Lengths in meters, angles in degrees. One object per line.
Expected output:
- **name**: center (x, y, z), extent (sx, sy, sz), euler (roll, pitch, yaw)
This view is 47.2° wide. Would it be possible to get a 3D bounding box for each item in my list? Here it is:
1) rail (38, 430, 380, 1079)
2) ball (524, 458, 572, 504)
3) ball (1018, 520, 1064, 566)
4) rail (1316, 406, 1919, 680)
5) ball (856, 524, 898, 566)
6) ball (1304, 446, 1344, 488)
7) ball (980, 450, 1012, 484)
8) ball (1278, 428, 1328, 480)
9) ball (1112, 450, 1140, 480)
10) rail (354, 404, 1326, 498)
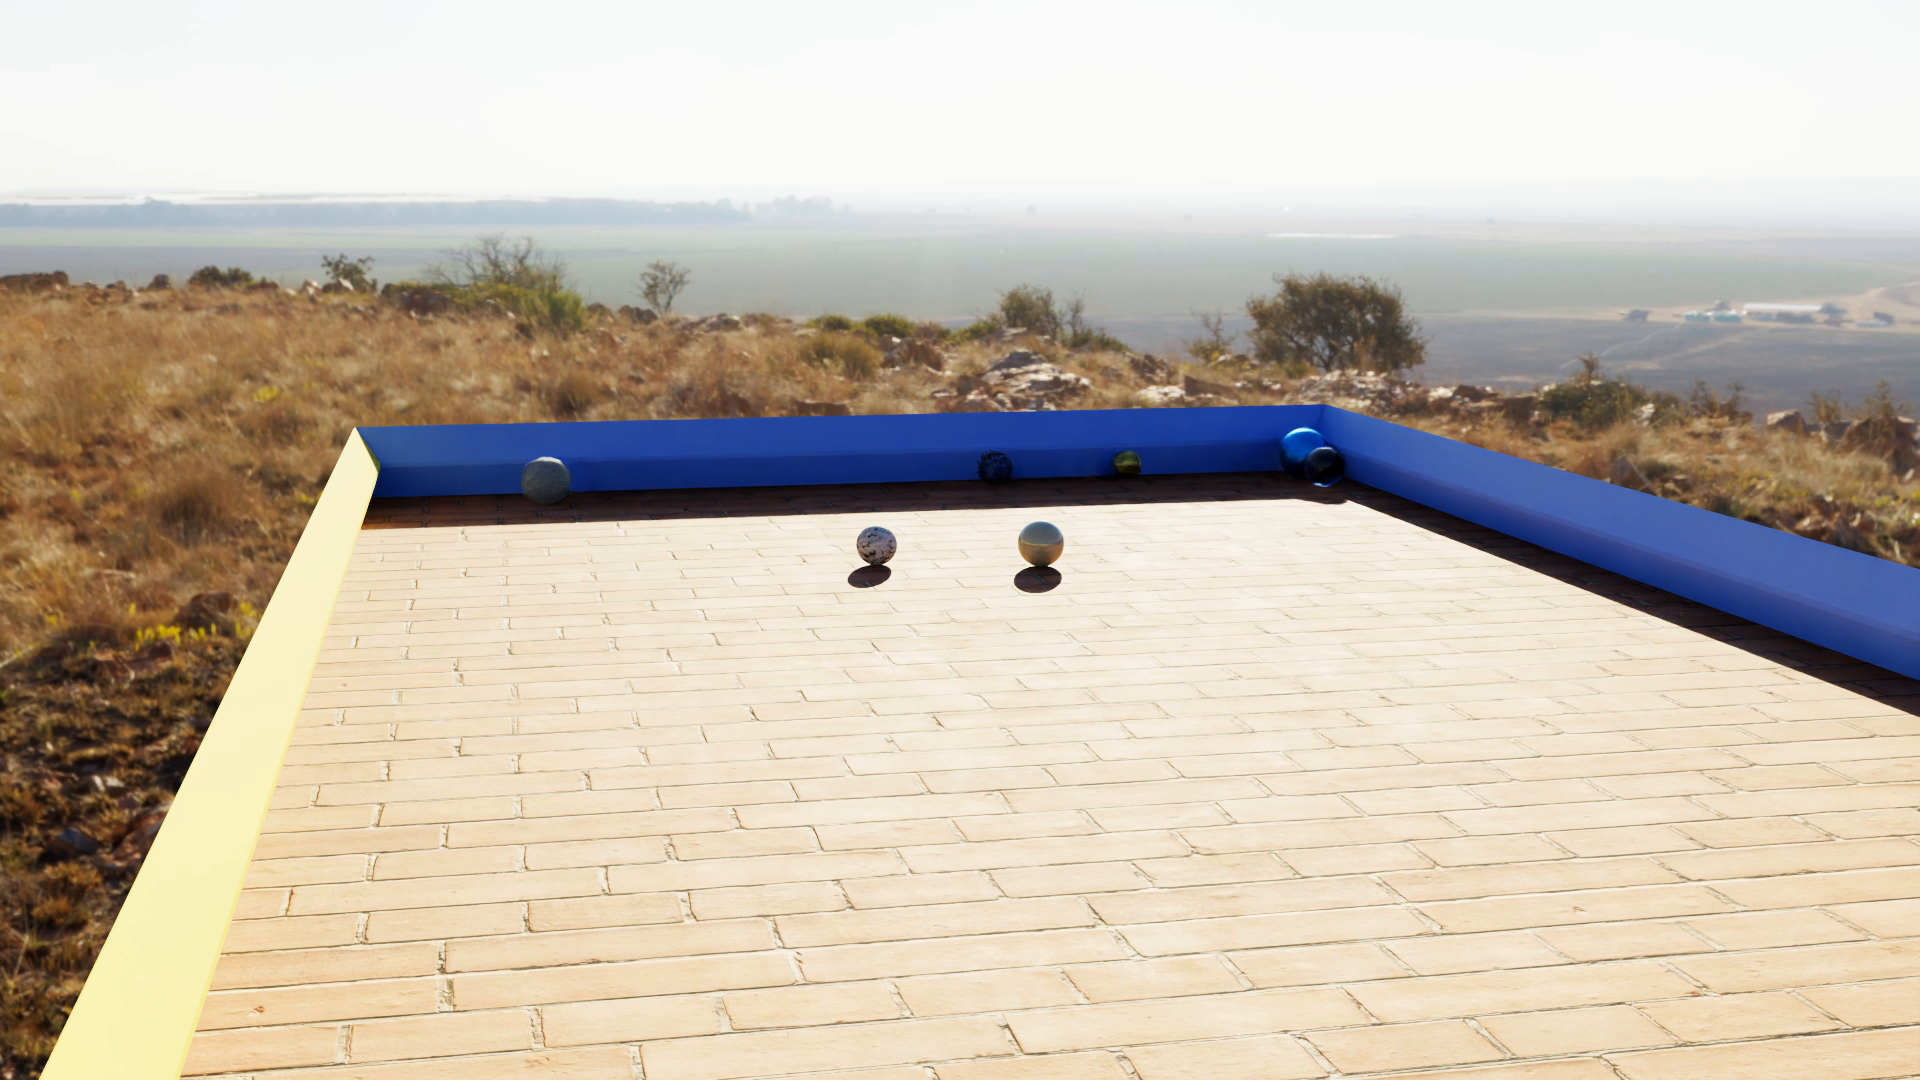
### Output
- **rail**: center (-0.688, 0.142, 2.250), extent (0.045, 0.125, 3.449), euler (-2, 10, -12)
- **ball**: center (-0.720, -0.103, 3.837), extent (0.083, 0.083, 0.083), euler (0, 10, 0)
- **ball**: center (0.119, 0.005, 3.236), extent (0.069, 0.069, 0.069), euler (0, 10, 0)
- **rail**: center (1.052, 0.079, 2.620), extent (0.045, 0.125, 3.449), euler (-2, 10, -12)
- **ball**: center (-0.123, 0.007, 3.248), extent (0.060, 0.060, 0.060), euler (0, 10, 0)
- **ball**: center (0.670, -0.135, 4.049), extent (0.075, 0.075, 0.075), euler (0, 10, 0)
- **ball**: center (0.068, -0.135, 4.093), extent (0.061, 0.061, 0.061), euler (0, 10, 0)
- **ball**: center (0.648, -0.162, 4.145), extent (0.096, 0.096, 0.096), euler (0, 10, 0)
- **ball**: center (0.313, -0.142, 4.152), extent (0.054, 0.054, 0.054), euler (0, 10, 0)
- **rail**: center (-0.177, -0.166, 4.075), extent (1.828, 0.125, 0.045), euler (-2, 10, -12)
